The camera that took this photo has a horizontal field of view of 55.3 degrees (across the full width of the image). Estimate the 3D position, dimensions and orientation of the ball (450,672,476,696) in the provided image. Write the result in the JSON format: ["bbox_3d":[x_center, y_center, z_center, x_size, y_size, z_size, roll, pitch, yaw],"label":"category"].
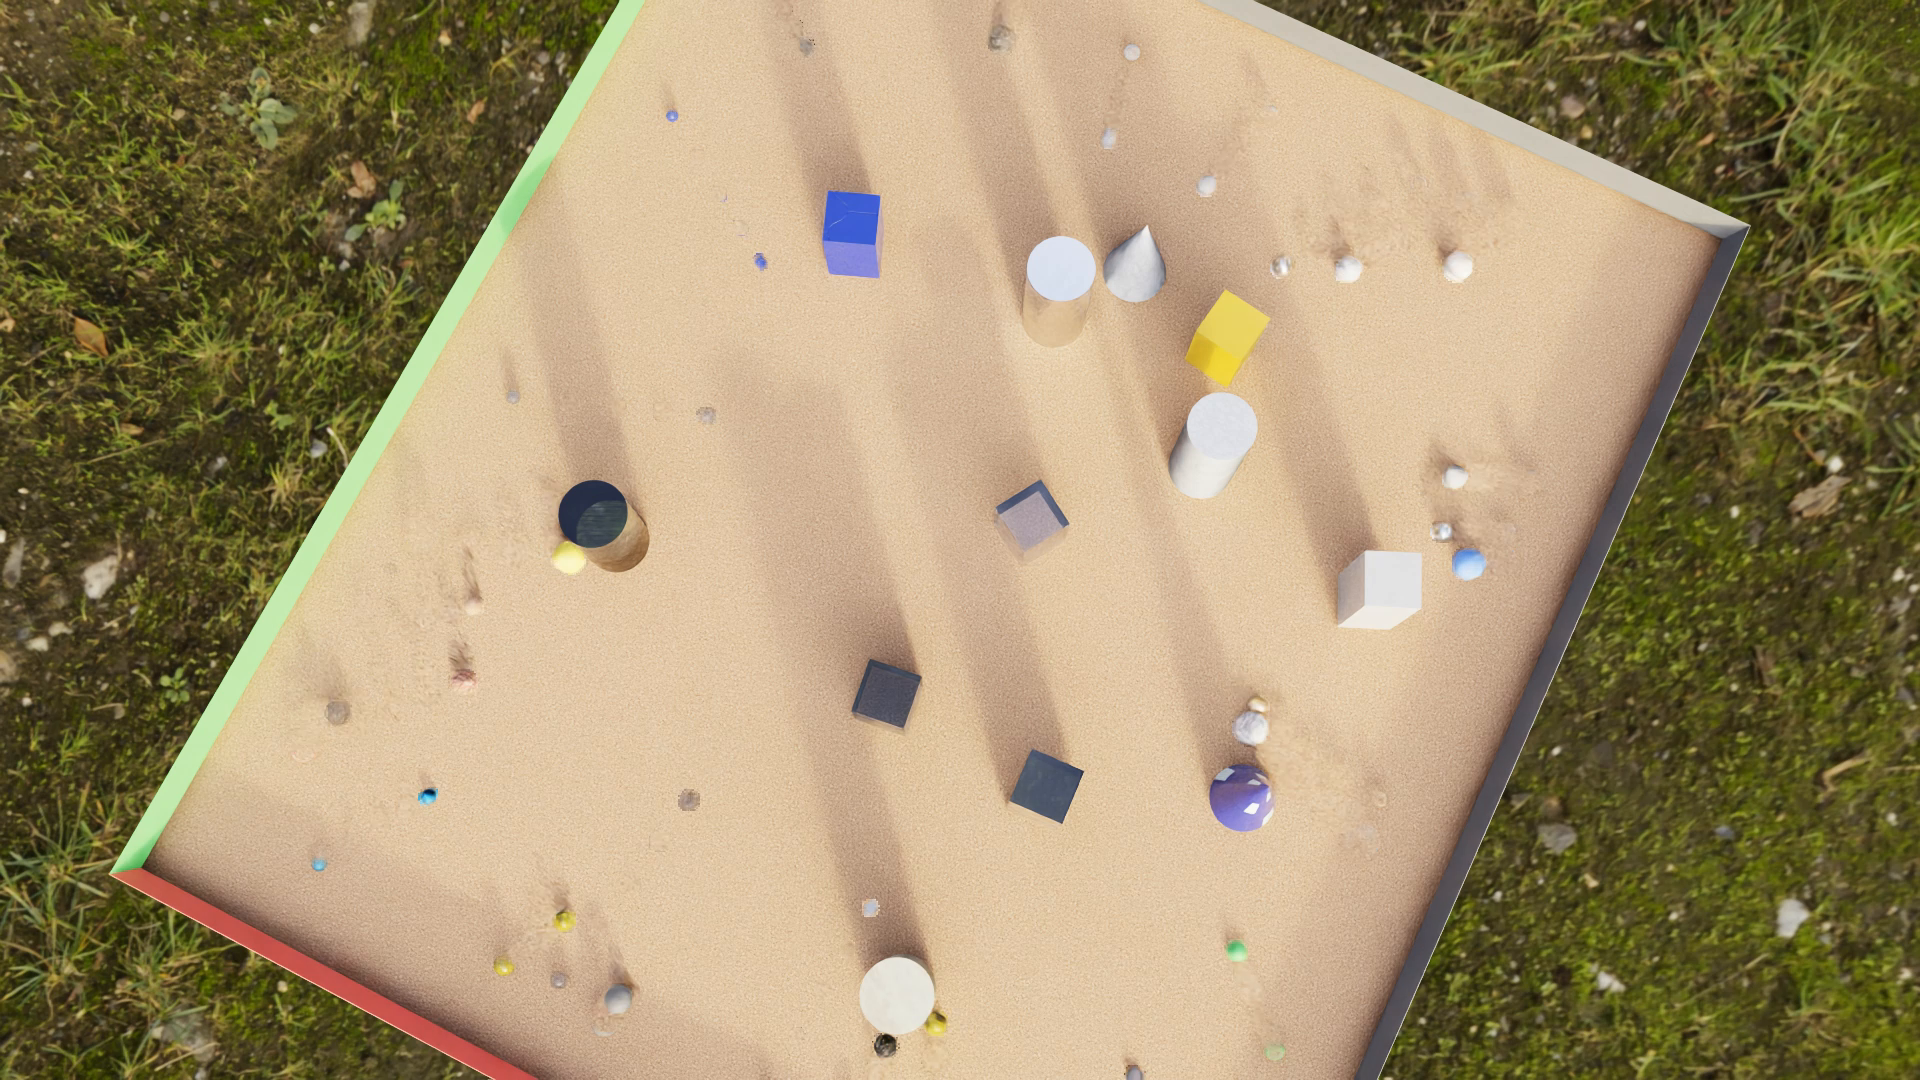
[{"bbox_3d":[-1.489,0.430,5.489,0.075,0.075,0.075,0,78,0],"label":"ball"}]

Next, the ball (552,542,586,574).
[{"bbox_3d":[-1.183,0.053,5.543,0.096,0.096,0.096,0,78,0],"label":"ball"}]

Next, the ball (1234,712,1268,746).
[{"bbox_3d":[0.868,0.560,5.449,0.100,0.100,0.100,0,78,0],"label":"ball"}]

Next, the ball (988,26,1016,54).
[{"bbox_3d":[0.136,-1.613,5.906,0.087,0.087,0.087,0,78,0],"label":"ball"}]

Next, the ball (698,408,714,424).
[{"bbox_3d":[-0.784,-0.383,5.671,0.048,0.048,0.048,0,78,0],"label":"ball"}]

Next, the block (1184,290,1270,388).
[{"bbox_3d":[0.813,-0.612,5.597,0.160,0.287,0.160,35,80,7],"label":"block"}]

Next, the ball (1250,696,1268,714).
[{"bbox_3d":[0.894,0.496,5.485,0.057,0.057,0.057,0,78,0],"label":"ball"}]

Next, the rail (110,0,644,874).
[{"bbox_3d":[-1.546,-0.750,5.705,0.045,0.130,3.969,26,80,5],"label":"rail"}]

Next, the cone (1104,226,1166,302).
[{"bbox_3d":[0.552,-0.888,5.597,0.200,0.398,0.200,0,78,0],"label":"cone"}]

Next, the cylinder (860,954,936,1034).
[{"bbox_3d":[-0.168,1.261,5.109,0.200,0.483,0.200,0,78,0],"label":"cylinder"}]

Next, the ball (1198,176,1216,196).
[{"bbox_3d":[0.784,-1.126,5.818,0.062,0.062,0.062,0,78,0],"label":"ball"}]

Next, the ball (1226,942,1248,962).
[{"bbox_3d":[0.807,1.199,5.338,0.060,0.060,0.060,0,78,0],"label":"ball"}]

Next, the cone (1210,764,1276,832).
[{"bbox_3d":[0.842,0.720,5.224,0.200,0.476,0.200,0,78,0],"label":"cone"}]

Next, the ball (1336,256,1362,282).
[{"bbox_3d":[1.220,-0.850,5.750,0.083,0.083,0.083,0,78,0],"label":"ball"}]

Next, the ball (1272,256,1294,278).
[{"bbox_3d":[1.015,-0.860,5.760,0.068,0.068,0.068,0,78,0],"label":"ball"}]

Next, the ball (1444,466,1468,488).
[{"bbox_3d":[1.519,-0.193,5.620,0.072,0.072,0.072,0,78,0],"label":"ball"}]

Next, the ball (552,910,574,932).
[{"bbox_3d":[-1.157,1.113,5.354,0.064,0.064,0.064,0,78,0],"label":"ball"}]

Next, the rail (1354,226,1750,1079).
[{"bbox_3d":[1.546,0.764,5.391,0.045,0.130,3.969,26,80,5],"label":"rail"}]

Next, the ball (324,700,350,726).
[{"bbox_3d":[-1.858,0.516,5.472,0.074,0.074,0.074,0,78,0],"label":"ball"}]

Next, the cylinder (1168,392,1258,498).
[{"bbox_3d":[0.743,-0.274,5.428,0.200,0.481,0.200,0,78,0],"label":"cylinder"}]

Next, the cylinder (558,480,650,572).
[{"bbox_3d":[-1.050,-0.036,5.430,0.200,0.380,0.200,0,78,0],"label":"cylinder"}]

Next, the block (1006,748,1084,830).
[{"bbox_3d":[0.243,0.722,5.283,0.160,0.361,0.160,23,79,5],"label":"block"}]

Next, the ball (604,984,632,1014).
[{"bbox_3d":[-0.988,1.329,5.299,0.082,0.082,0.082,0,78,0],"label":"ball"}]

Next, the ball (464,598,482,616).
[{"bbox_3d":[-1.473,0.203,5.546,0.056,0.056,0.056,0,78,0],"label":"ball"}]

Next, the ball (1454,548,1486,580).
[{"bbox_3d":[1.545,0.072,5.554,0.094,0.094,0.094,0,78,0],"label":"ball"}]

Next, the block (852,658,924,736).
[{"bbox_3d":[-0.211,0.467,5.396,0.160,0.242,0.160,18,79,4],"label":"block"}]

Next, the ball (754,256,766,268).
[{"bbox_3d":[-0.629,-0.876,5.777,0.040,0.040,0.040,0,78,0],"label":"ball"}]

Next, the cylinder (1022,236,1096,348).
[{"bbox_3d":[0.295,-0.744,5.545,0.200,0.442,0.200,0,78,0],"label":"cylinder"}]

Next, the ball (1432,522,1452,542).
[{"bbox_3d":[1.472,-0.024,5.592,0.059,0.059,0.059,0,78,0],"label":"ball"}]

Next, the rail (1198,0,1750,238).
[{"bbox_3d":[0.877,-1.710,5.903,3.505,0.130,0.045,26,80,5],"label":"rail"}]

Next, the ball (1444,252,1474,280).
[{"bbox_3d":[1.564,-0.859,5.748,0.090,0.090,0.090,0,78,0],"label":"ball"}]

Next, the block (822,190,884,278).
[{"bbox_3d":[-0.327,-0.941,5.662,0.160,0.292,0.160,5,78,1],"label":"block"}]

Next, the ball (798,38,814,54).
[{"bbox_3d":[-0.499,-1.594,5.921,0.049,0.049,0.049,0,78,0],"label":"ball"}]

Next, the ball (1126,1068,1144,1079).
[{"bbox_3d":[0.503,1.544,5.271,0.052,0.052,0.052,0,78,0],"label":"ball"}]

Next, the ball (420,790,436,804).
[{"bbox_3d":[-1.575,0.762,5.436,0.046,0.046,0.046,0,78,0],"label":"ball"}]

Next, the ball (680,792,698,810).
[{"bbox_3d":[-0.801,0.773,5.430,0.053,0.053,0.053,0,78,0],"label":"ball"}]

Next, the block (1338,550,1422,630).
[{"bbox_3d":[1.229,0.151,5.388,0.160,0.386,0.160,3,78,1],"label":"block"}]

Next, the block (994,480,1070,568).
[{"bbox_3d":[0.213,-0.047,5.502,0.160,0.244,0.160,-32,80,-6],"label":"block"}]

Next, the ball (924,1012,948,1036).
[{"bbox_3d":[-0.070,1.398,5.293,0.067,0.067,0.067,0,78,0],"label":"ball"}]

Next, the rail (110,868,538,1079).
[{"bbox_3d":[-0.877,1.724,5.192,3.505,0.130,0.045,26,80,5],"label":"rail"}]

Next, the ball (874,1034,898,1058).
[{"bbox_3d":[-0.214,1.459,5.280,0.068,0.068,0.068,0,78,0],"label":"ball"}]

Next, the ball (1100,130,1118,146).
[{"bbox_3d":[0.476,-1.283,5.855,0.053,0.053,0.053,0,78,0],"label":"ball"}]

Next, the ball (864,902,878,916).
[{"bbox_3d":[-0.262,1.080,5.373,0.040,0.040,0.040,0,78,0],"label":"ball"}]
